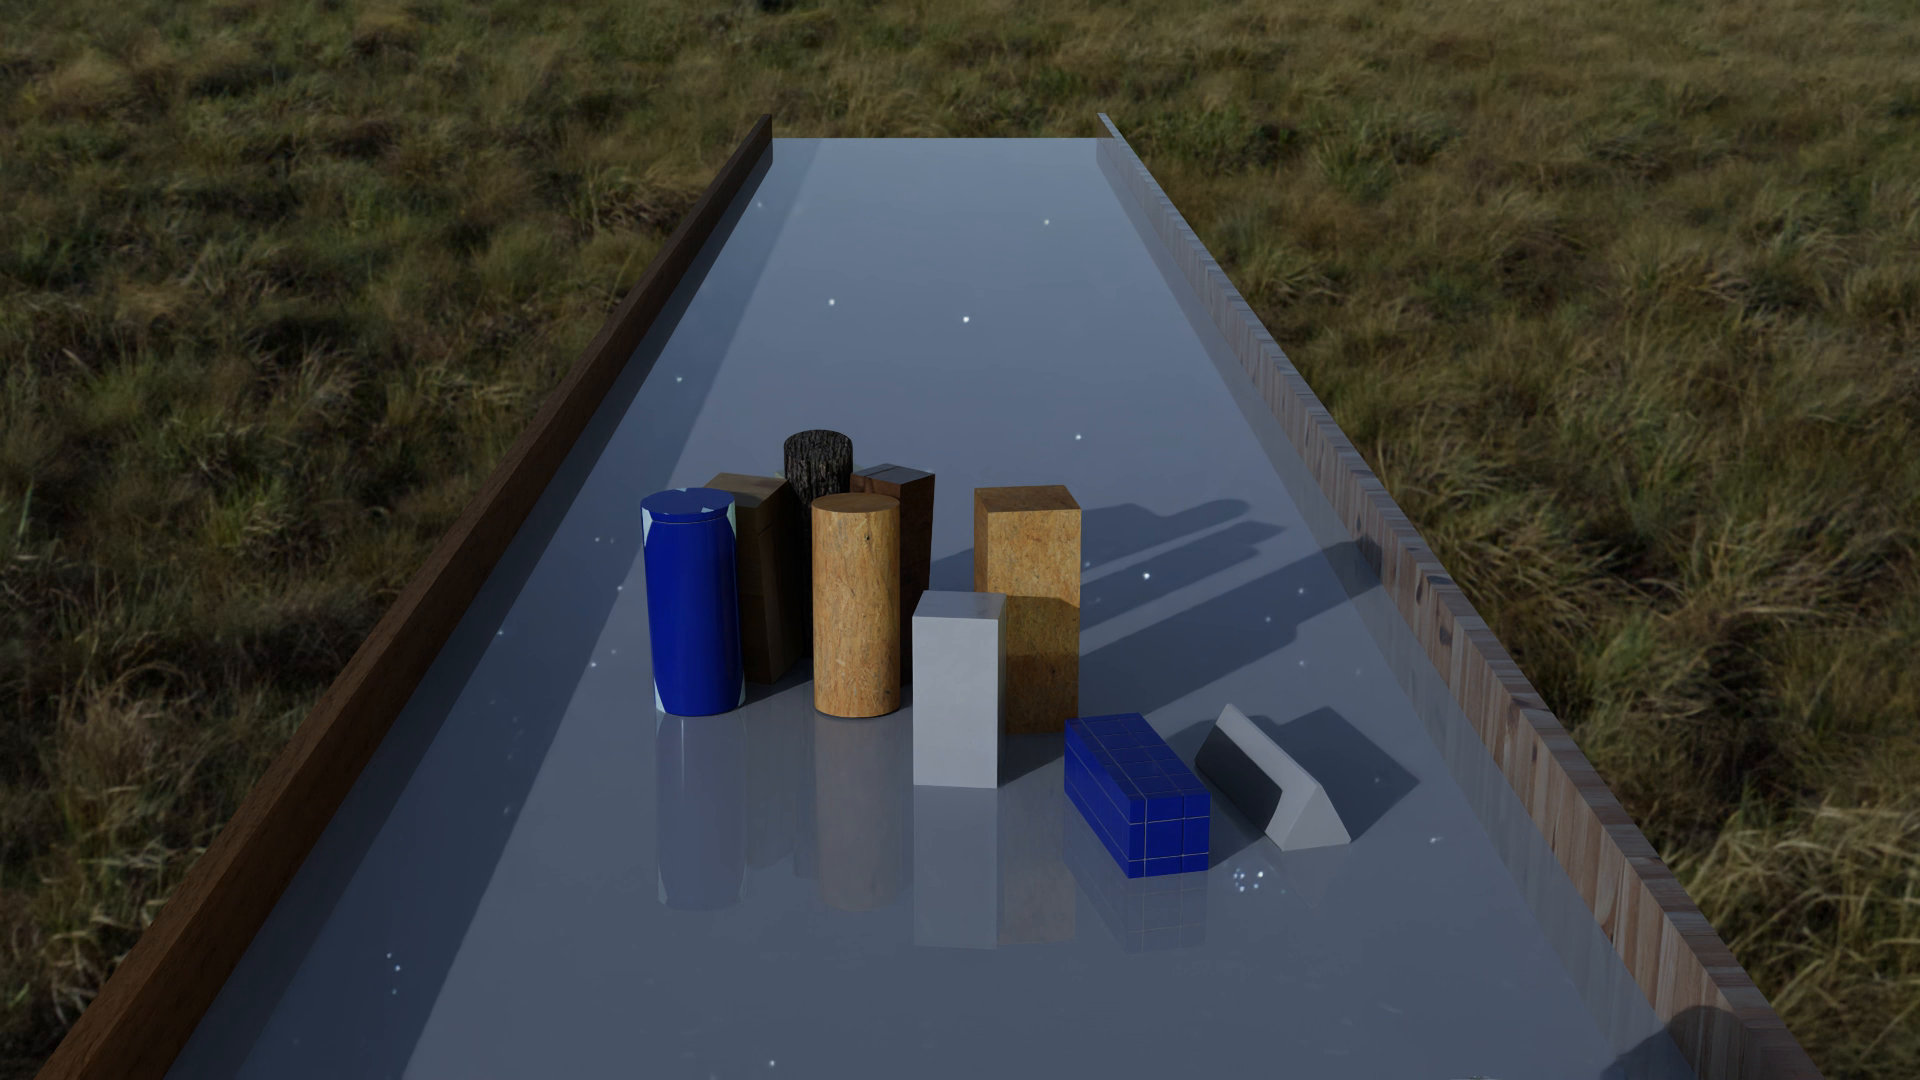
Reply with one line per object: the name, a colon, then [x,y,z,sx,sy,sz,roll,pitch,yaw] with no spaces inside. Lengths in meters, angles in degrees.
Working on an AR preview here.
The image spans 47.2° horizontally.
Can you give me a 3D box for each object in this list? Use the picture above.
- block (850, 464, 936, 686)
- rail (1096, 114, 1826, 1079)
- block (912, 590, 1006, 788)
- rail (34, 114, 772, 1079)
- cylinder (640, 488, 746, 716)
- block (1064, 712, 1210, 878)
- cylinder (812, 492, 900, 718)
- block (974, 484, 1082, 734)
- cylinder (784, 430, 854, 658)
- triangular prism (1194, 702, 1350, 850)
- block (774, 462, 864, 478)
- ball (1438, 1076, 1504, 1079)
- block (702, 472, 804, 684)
block: [-0.139,0.071,4.250,0.116,0.411,0.116,13,18,31]
rail: [0.932,-0.844,7.801,0.050,0.150,12.000,0,17,-1]
block: [0.000,0.258,3.821,0.145,0.307,0.145,2,17,6]
rail: [-1.118,-0.838,7.780,0.050,0.150,12.000,0,17,-1]
cylinder: [-0.500,0.116,4.135,0.174,0.395,0.174,-1,18,0]
block: [0.285,0.413,3.608,0.131,0.131,0.361,-4,17,-13]
cylinder: [-0.194,0.120,4.124,0.164,0.391,0.164,0,14,0]
block: [0.121,0.128,4.053,0.169,0.424,0.169,-2,17,-8]
cylinder: [-0.277,0.011,4.369,0.133,0.449,0.133,1,30,0]
triangular prism: [0.525,0.391,3.717,0.123,0.106,0.383,-4,17,-15]
block: [-0.269,0.014,4.602,0.162,0.319,0.162,-12,20,-22]
ball: [0.522,0.717,2.206,0.348,0.348,0.348,0,17,0]
block: [-0.417,0.075,4.291,0.147,0.374,0.147,6,25,20]
